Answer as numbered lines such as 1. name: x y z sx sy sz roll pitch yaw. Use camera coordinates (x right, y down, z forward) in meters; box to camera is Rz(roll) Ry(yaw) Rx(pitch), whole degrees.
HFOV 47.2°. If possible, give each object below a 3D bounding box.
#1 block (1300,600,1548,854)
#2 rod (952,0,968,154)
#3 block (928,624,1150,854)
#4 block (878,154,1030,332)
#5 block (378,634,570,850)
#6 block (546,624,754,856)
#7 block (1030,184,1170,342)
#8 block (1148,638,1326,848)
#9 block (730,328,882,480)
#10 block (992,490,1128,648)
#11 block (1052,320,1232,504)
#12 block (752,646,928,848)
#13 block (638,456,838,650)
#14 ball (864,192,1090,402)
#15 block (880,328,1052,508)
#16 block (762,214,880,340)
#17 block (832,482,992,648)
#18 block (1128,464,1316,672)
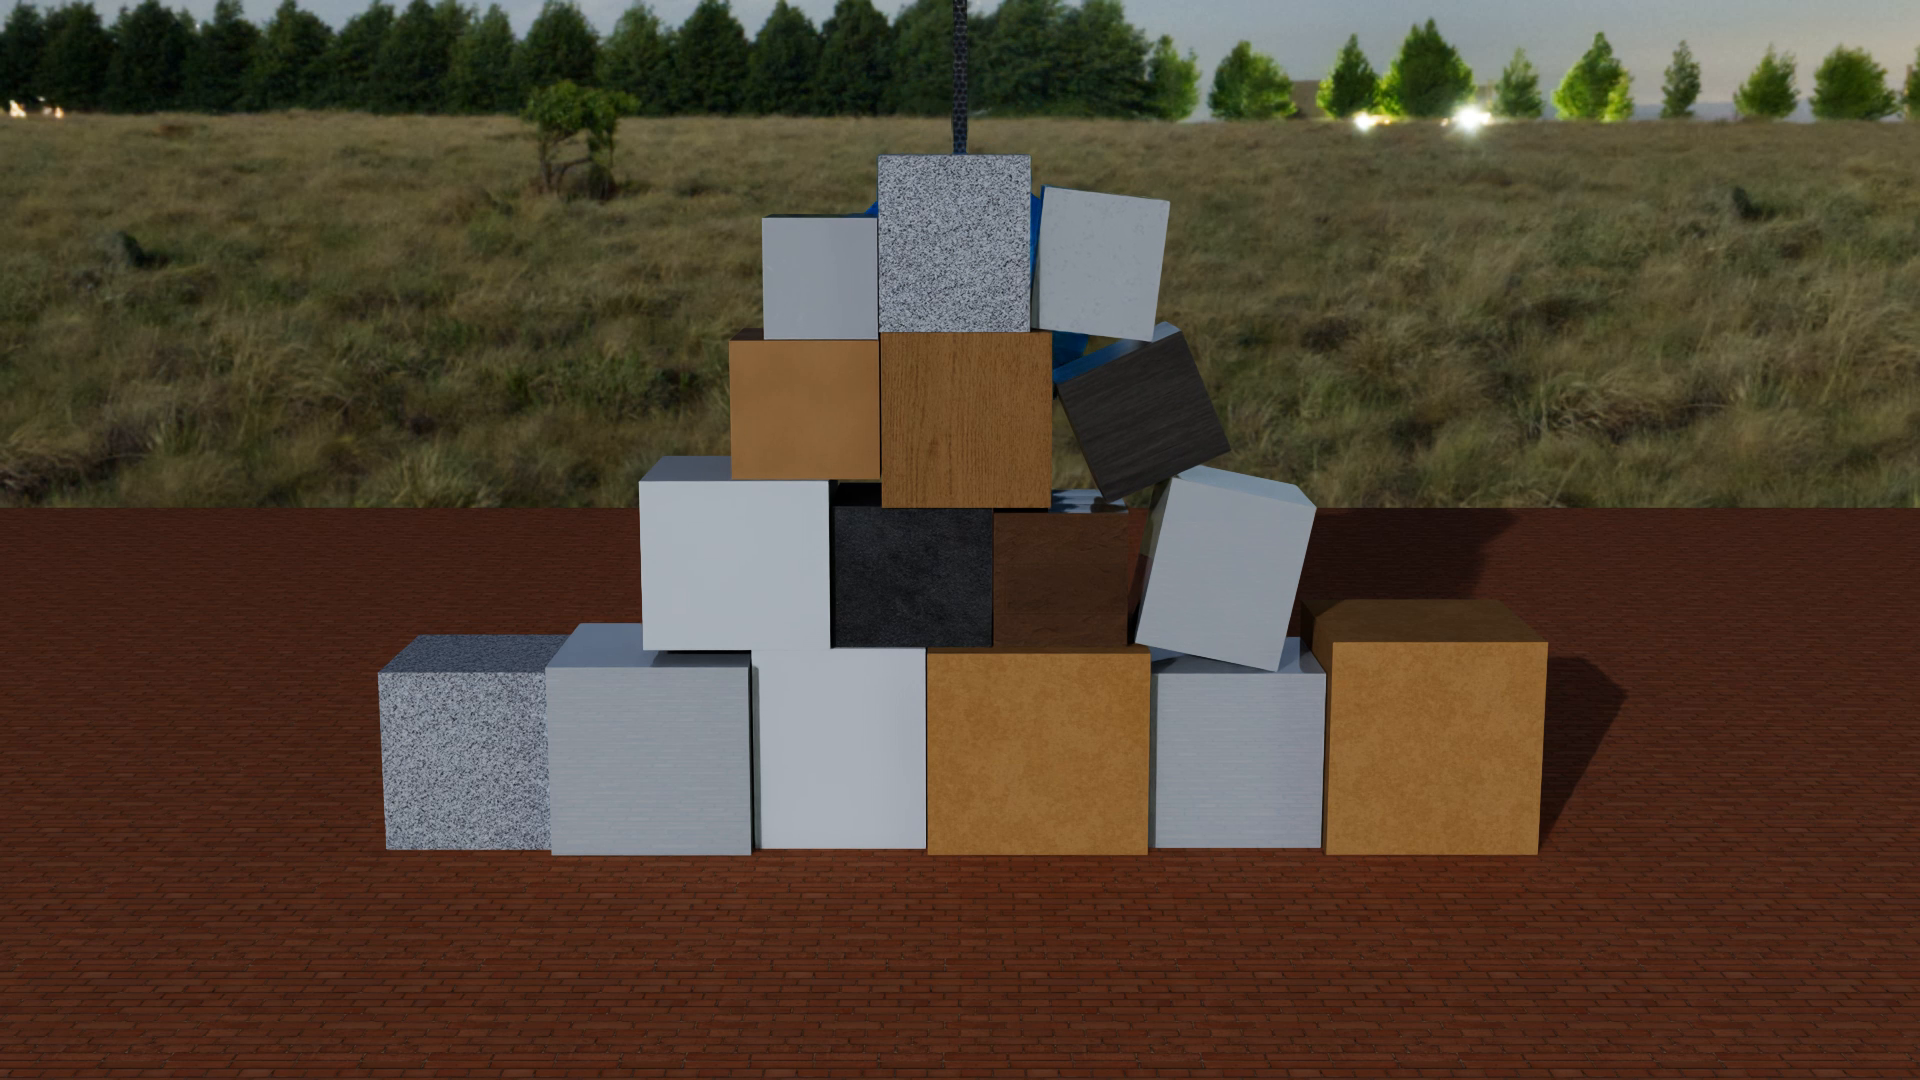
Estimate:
1. block: 2.350 0.942 11.353 1.052 1.084 1.021 0 10 0
2. rod: 0.000 -4.267 11.415 0.080 5.200 0.080 0 33 0
3. block: 0.387 0.968 11.370 1.095 1.028 1.050 0 10 0
4. block: -0.027 -1.484 10.899 0.726 0.841 0.749 0 10 0
5. block: -2.459 1.028 11.364 0.835 0.912 0.852 0 10 0
6. block: -1.536 1.007 11.348 0.991 0.960 1.001 0 10 0
7. block: 0.676 -1.384 10.933 0.609 0.681 0.548 7 10 -1
8. block: 1.379 1.032 11.376 0.870 0.900 0.815 0 10 0
9. block: -0.755 -0.696 11.059 0.725 0.677 0.737 0 10 0
10. block: 0.497 0.133 11.204 0.662 0.675 0.743 0 10 0
11. block: 0.893 -0.653 11.075 0.661 0.643 0.672 -23 9 3
12. block: -0.600 0.969 11.366 0.859 1.027 0.840 0 10 0
13. block: -1.101 0.050 11.199 0.920 0.841 0.883 0 10 0
14. ball: 0.000 -1.409 13.257 1.600 1.600 1.600 0 10 0
15. block: 0.032 -0.650 11.057 0.828 0.855 0.809 0 10 0
16. block: -0.678 -1.316 10.938 0.556 0.586 0.559 0 10 0
17. block: -0.237 0.115 11.216 0.787 0.706 0.767 0 10 0
18. block: 1.311 0.112 11.191 0.723 0.847 0.708 12 10 -2
